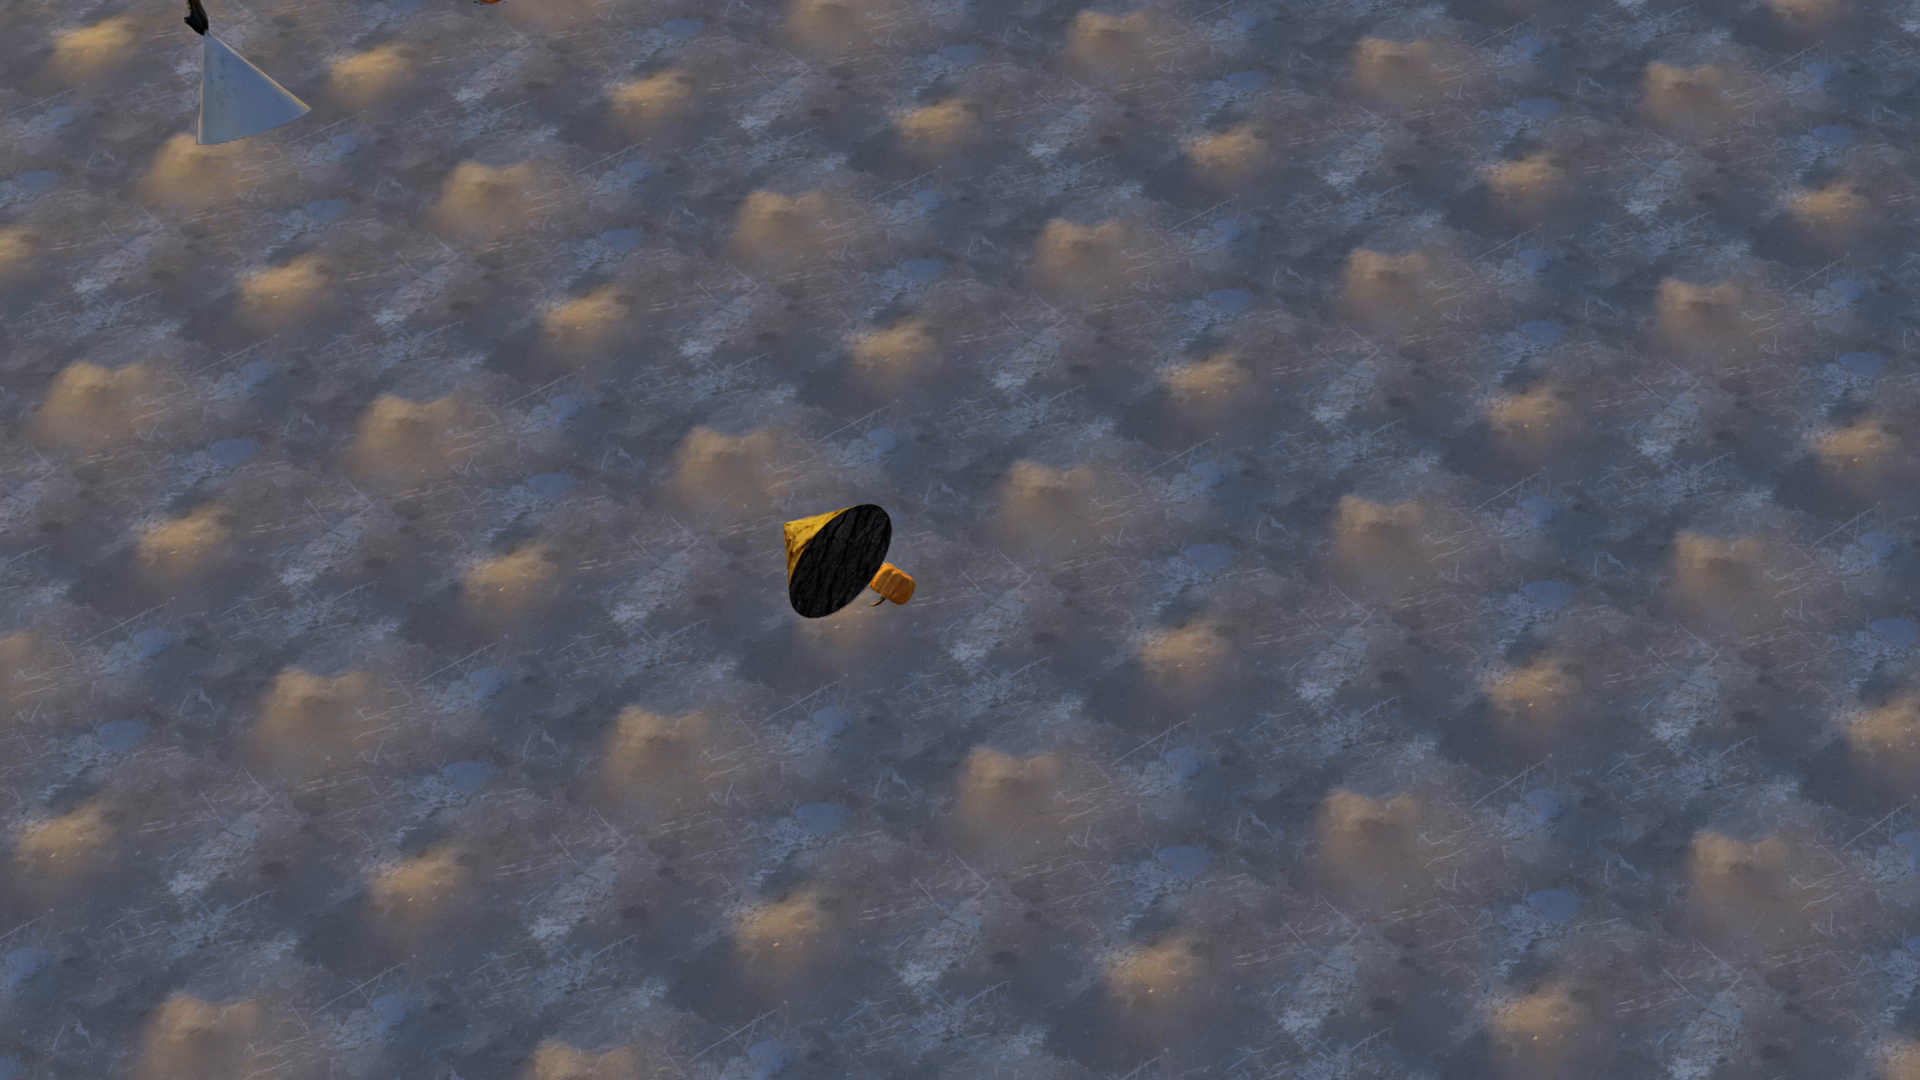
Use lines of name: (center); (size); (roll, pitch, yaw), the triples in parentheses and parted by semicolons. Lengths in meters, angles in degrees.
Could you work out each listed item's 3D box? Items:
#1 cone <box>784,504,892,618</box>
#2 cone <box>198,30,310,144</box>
cone: (-0.223, 0.003, 3.326); (0.121, 0.194, 0.232); (32, 22, 27)
cone: (-1.203, -0.761, 3.619); (0.291, 0.170, 0.128); (1, 32, 41)
